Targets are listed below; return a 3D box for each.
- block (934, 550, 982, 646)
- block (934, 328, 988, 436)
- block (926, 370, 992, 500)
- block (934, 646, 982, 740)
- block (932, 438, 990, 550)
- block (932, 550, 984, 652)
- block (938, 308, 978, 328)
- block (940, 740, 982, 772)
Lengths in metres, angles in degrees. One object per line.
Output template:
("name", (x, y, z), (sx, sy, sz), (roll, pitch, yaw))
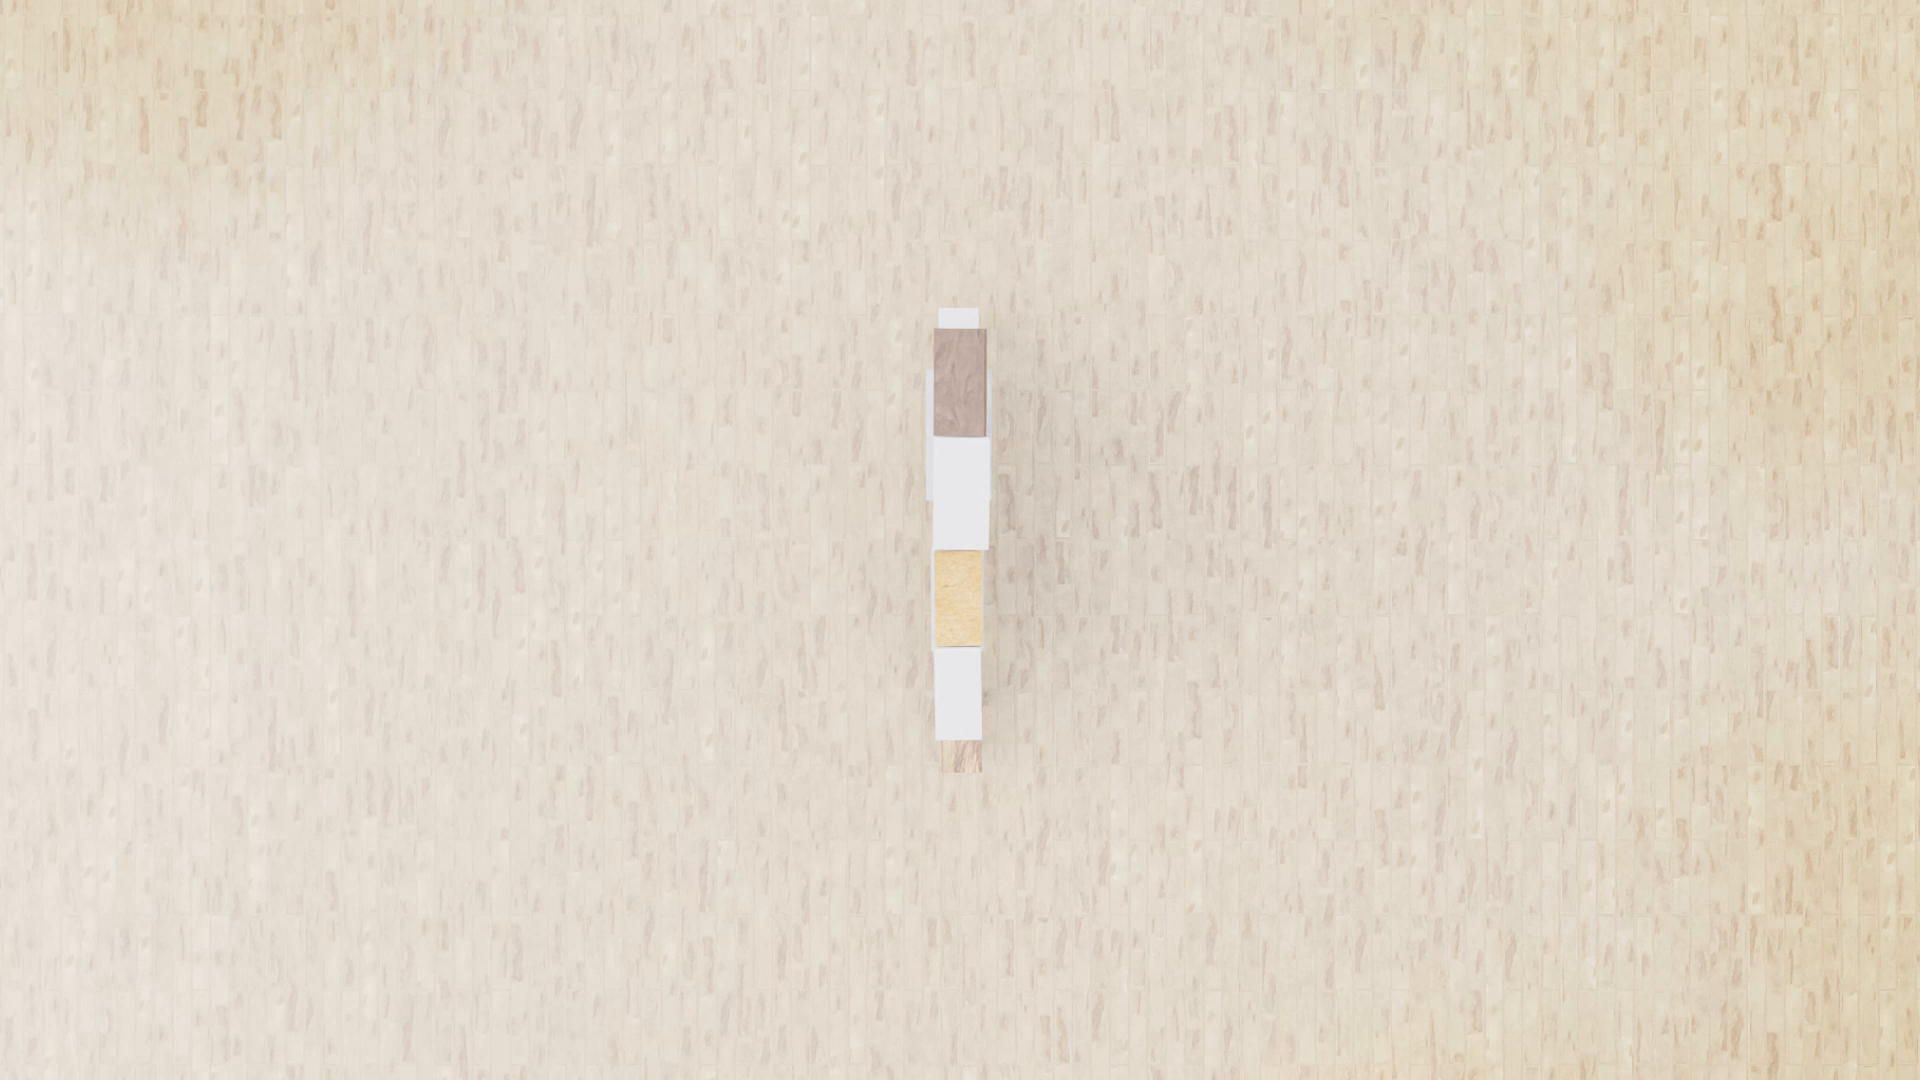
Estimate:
("block", (-0.004, 0.154, 4.351), (0.125, 0.035, 0.249), (-1, 89, 0))
("block", (0.000, -0.393, 4.113), (0.133, 0.038, 0.266), (0, 90, 0))
("block", (-0.003, -0.279, 4.423), (0.174, 0.049, 0.347), (0, 90, 0))
("block", (-0.005, 0.405, 4.358), (0.122, 0.034, 0.243), (-1, 92, 0))
("block", (0.003, -0.115, 4.103), (0.138, 0.039, 0.276), (1, 90, 0))
("block", (-0.007, 0.165, 4.639), (0.145, 0.041, 0.291), (0, 89, 0))
("block", (-0.005, -0.607, 5.228), (0.127, 0.036, 0.254), (0, 90, 0))
("block", (0.005, 0.602, 5.219), (0.131, 0.037, 0.263), (0, 90, 0))
